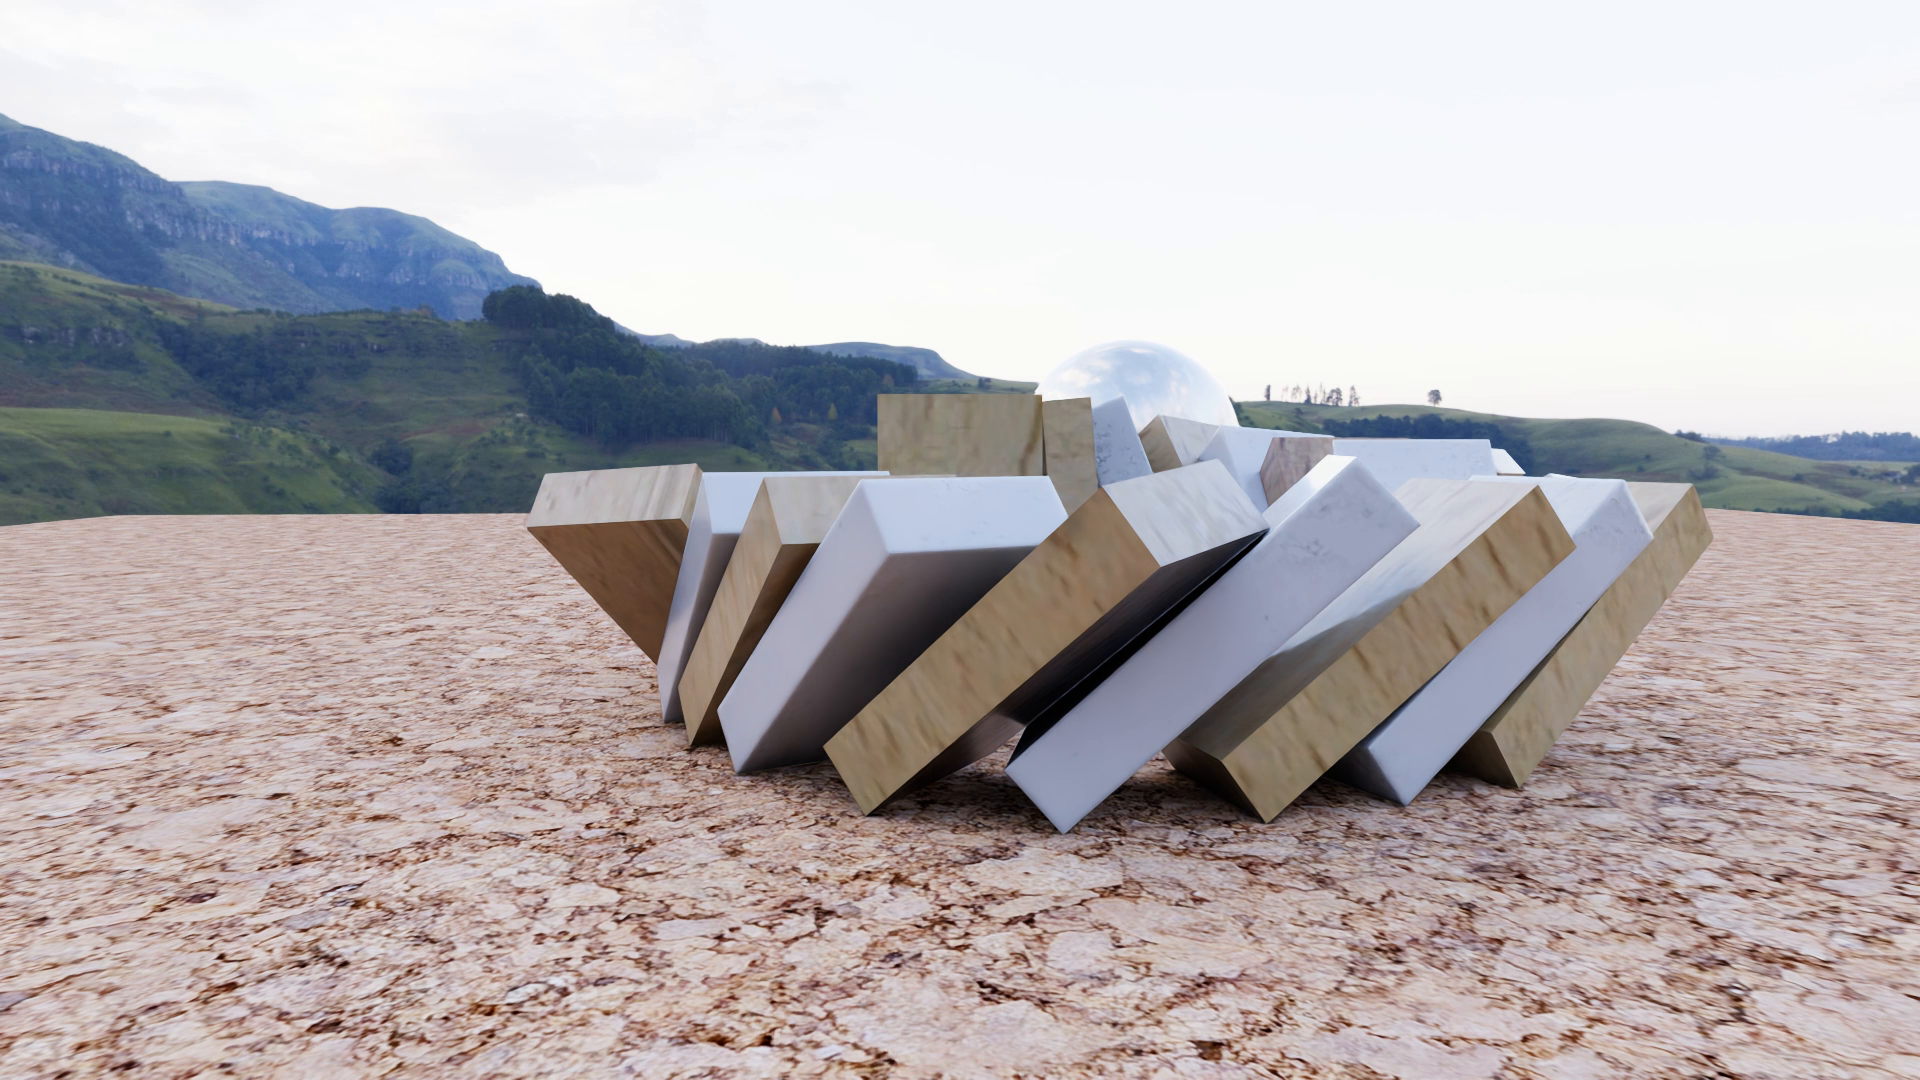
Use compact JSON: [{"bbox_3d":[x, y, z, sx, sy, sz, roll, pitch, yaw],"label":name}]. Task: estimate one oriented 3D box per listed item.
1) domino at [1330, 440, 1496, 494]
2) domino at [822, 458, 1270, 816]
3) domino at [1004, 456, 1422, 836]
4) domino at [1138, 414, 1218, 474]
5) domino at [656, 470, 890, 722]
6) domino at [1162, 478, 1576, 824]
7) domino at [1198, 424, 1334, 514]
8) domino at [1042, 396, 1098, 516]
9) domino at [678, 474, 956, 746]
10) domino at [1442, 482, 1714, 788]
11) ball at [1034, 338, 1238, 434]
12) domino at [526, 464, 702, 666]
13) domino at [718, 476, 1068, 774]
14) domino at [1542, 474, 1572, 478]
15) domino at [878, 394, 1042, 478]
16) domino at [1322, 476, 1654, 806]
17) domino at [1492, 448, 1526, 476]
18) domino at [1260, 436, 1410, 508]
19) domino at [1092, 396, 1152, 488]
[{"bbox_3d":[0.073,0.006,0.202,0.025,0.050,0.010,1,-38,8],"label":"domino"},{"bbox_3d":[0.009,0.011,0.144,0.025,0.009,0.050,-15,-25,-52],"label":"domino"},{"bbox_3d":[0.028,0.011,0.148,0.050,0.010,0.025,-43,-3,10],"label":"domino"},{"bbox_3d":[0.053,0.000,0.247,0.025,0.050,0.009,6,-37,-38],"label":"domino"},{"bbox_3d":[-0.027,0.009,0.184,0.025,0.009,0.050,-2,-34,-23],"label":"domino"},{"bbox_3d":[0.048,0.012,0.159,0.050,0.009,0.025,-39,13,-9],"label":"domino"},{"bbox_3d":[0.063,0.002,0.233,0.025,0.050,0.009,3,-38,-19],"label":"domino"},{"bbox_3d":[0.016,0.000,0.235,0.010,0.050,0.025,-7,7,-21],"label":"domino"},{"bbox_3d":[-0.019,0.010,0.170,0.025,0.010,0.050,-2,-34,-27],"label":"domino"},{"bbox_3d":[0.078,0.011,0.177,0.050,0.010,0.025,-42,23,-21],"label":"domino"},{"bbox_3d":[0.061,-0.032,0.464,0.080,0.080,0.080,0,4,0],"label":"ball"},{"bbox_3d":[-0.043,0.007,0.203,0.025,0.010,0.050,-3,-34,17],"label":"domino"},{"bbox_3d":[-0.009,0.011,0.157,0.025,0.010,0.050,-3,-34,-34],"label":"domino"},{"bbox_3d":[0.152,-0.002,0.368,0.025,0.009,0.050,2,-28,-47],"label":"domino"},{"bbox_3d":[0.000,0.002,0.201,0.025,0.050,0.009,0,4,0],"label":"domino"},{"bbox_3d":[0.063,0.011,0.167,0.050,0.009,0.025,-41,18,-16],"label":"domino"},{"bbox_3d":[0.143,-0.007,0.387,0.025,0.010,0.050,-3,-37,-50],"label":"domino"},{"bbox_3d":[0.069,0.004,0.218,0.025,0.050,0.010,0,-38,-5],"label":"domino"},{"bbox_3d":[0.034,-0.001,0.242,0.009,0.050,0.025,-21,0,3],"label":"domino"}]
